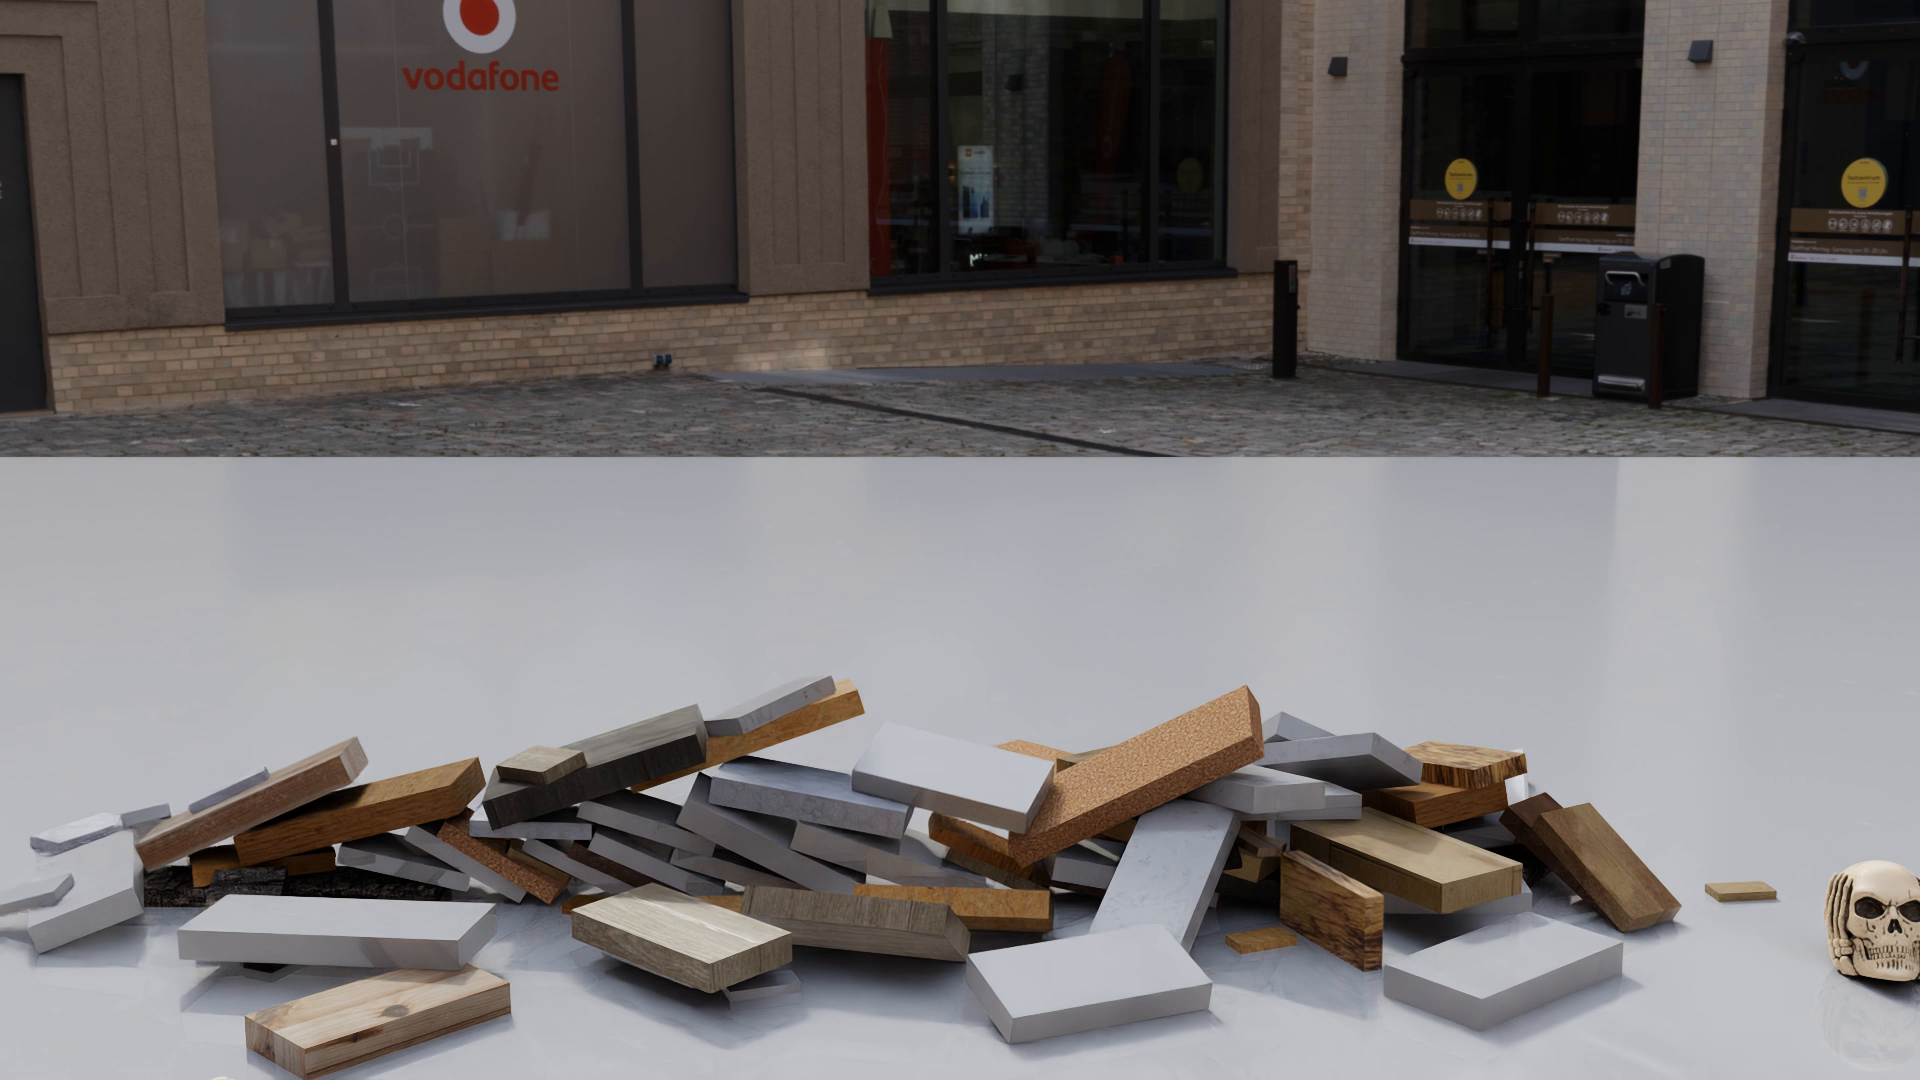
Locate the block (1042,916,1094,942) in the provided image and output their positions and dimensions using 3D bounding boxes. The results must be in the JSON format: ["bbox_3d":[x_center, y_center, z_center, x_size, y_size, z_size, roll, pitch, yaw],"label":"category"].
[{"bbox_3d":[0.186,0.620,3.464,0.054,0.015,0.108,10,15,44],"label":"block"}]

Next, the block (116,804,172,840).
[{"bbox_3d":[-1.421,0.499,3.822,0.079,0.022,0.200,-12,-14,-27],"label":"block"}]

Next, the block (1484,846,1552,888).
[{"bbox_3d":[0.972,0.541,3.827,0.133,0.038,0.266,7,13,34],"label":"block"}]

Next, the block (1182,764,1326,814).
[{"bbox_3d":[0.439,0.397,3.595,0.149,0.042,0.298,0,4,-33],"label":"block"}]

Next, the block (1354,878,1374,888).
[{"bbox_3d":[0.750,0.543,3.624,0.237,0.033,0.117,2,11,11],"label":"block"}]

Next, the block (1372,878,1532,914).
[{"bbox_3d":[0.797,0.577,3.635,0.266,0.038,0.133,0,11,2],"label":"block"}]

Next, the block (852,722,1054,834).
[{"bbox_3d":[-0.011,0.391,3.637,0.301,0.043,0.151,12,32,16],"label":"block"}]

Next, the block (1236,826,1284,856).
[{"bbox_3d":[0.471,0.488,3.557,0.050,0.014,0.100,5,11,-31],"label":"block"}]

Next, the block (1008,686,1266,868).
[{"bbox_3d":[0.284,0.386,3.588,0.445,0.045,0.158,-27,22,16],"label":"block"}]

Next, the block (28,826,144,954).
[{"bbox_3d":[-1.413,0.563,3.565,0.163,0.046,0.326,-21,17,-16],"label":"block"}]

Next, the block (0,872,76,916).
[{"bbox_3d":[-1.485,0.568,3.500,0.133,0.019,0.067,-15,16,7],"label":"block"}]

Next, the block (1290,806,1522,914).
[{"bbox_3d":[0.716,0.514,3.557,0.174,0.049,0.350,-7,13,-32],"label":"block"}]

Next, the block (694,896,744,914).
[{"bbox_3d":[-0.346,0.601,3.528,0.207,0.029,0.104,-1,11,-4],"label":"block"}]

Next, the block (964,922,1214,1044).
[{"bbox_3d":[0.186,0.639,3.181,0.319,0.045,0.159,-5,25,-23],"label":"block"}]

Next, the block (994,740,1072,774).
[{"bbox_3d":[0.174,0.452,4.294,0.298,0.042,0.149,10,15,43],"label":"block"}]

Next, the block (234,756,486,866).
[{"bbox_3d":[-0.997,0.452,3.669,0.373,0.051,0.180,-14,8,4],"label":"block"}]

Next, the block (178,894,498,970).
[{"bbox_3d":[-0.934,0.589,3.311,0.434,0.046,0.163,1,10,8],"label":"block"}]

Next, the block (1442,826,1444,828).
[{"bbox_3d":[0.809,0.510,3.826,0.050,0.014,0.101,7,24,25],"label":"block"}]

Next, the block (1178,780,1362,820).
[{"bbox_3d":[0.511,0.436,3.681,0.283,0.040,0.142,1,3,-16],"label":"block"}]

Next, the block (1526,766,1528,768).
[{"bbox_3d":[0.978,0.457,4.292,0.234,0.033,0.117,5,12,24],"label":"block"}]

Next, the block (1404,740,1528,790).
[{"bbox_3d":[0.850,0.387,3.794,0.117,0.033,0.234,-12,7,-29],"label":"block"}]

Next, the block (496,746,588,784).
[{"bbox_3d":[-0.685,0.367,3.593,0.079,0.022,0.158,-27,16,-36],"label":"block"}]

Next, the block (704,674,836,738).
[{"bbox_3d":[-0.321,0.281,3.720,0.207,0.029,0.103,-23,8,-40],"label":"block"}]

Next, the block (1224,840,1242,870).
[{"bbox_3d":[0.416,0.486,3.514,0.050,0.014,0.100,-8,39,-3],"label":"block"}]

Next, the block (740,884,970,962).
[{"bbox_3d":[-0.157,0.584,3.347,0.319,0.045,0.159,3,-25,15],"label":"block"}]

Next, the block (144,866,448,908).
[{"bbox_3d":[-1.124,0.576,3.657,0.528,0.032,0.114,0,11,0],"label":"block"}]

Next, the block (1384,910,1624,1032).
[{"bbox_3d":[0.812,0.638,3.275,0.347,0.049,0.174,-9,14,-39],"label":"block"}]

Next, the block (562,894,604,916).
[{"bbox_3d":[-0.586,0.599,3.580,0.109,0.015,0.054,4,11,19],"label":"block"}]

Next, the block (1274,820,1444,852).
[{"bbox_3d":[0.687,0.516,3.781,0.281,0.040,0.140,-8,18,8],"label":"block"}]

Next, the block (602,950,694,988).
[{"bbox_3d":[-0.435,0.623,3.327,0.210,0.030,0.105,9,15,40],"label":"block"}]

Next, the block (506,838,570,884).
[{"bbox_3d":[-0.698,0.528,3.636,0.109,0.015,0.054,28,9,-15],"label":"block"}]

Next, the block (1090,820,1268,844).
[{"bbox_3d":[0.349,0.483,3.857,0.399,0.142,0.040,-3,11,-17],"label":"block"}]

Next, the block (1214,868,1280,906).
[{"bbox_3d":[0.472,0.550,3.615,0.279,0.040,0.140,12,9,-3],"label":"block"}]

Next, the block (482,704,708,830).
[{"bbox_3d":[-0.597,0.372,3.625,0.359,0.051,0.180,-18,13,-2],"label":"block"}]

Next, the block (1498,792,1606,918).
[{"bbox_3d":[1.017,0.520,3.646,0.117,0.033,0.234,-10,45,-43],"label":"block"}]

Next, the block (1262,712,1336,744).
[{"bbox_3d":[0.569,0.403,3.956,0.158,0.045,0.317,24,-27,-11],"label":"block"}]

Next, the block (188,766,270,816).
[{"bbox_3d":[-1.231,0.422,3.705,0.133,0.019,0.067,-25,7,-14],"label":"block"}]

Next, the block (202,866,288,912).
[{"bbox_3d":[-1.139,0.588,3.494,0.114,0.032,0.228,-2,20,-10],"label":"block"}]

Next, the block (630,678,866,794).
[{"bbox_3d":[-0.369,0.331,3.745,0.408,0.043,0.151,-19,7,-7],"label":"block"}]
